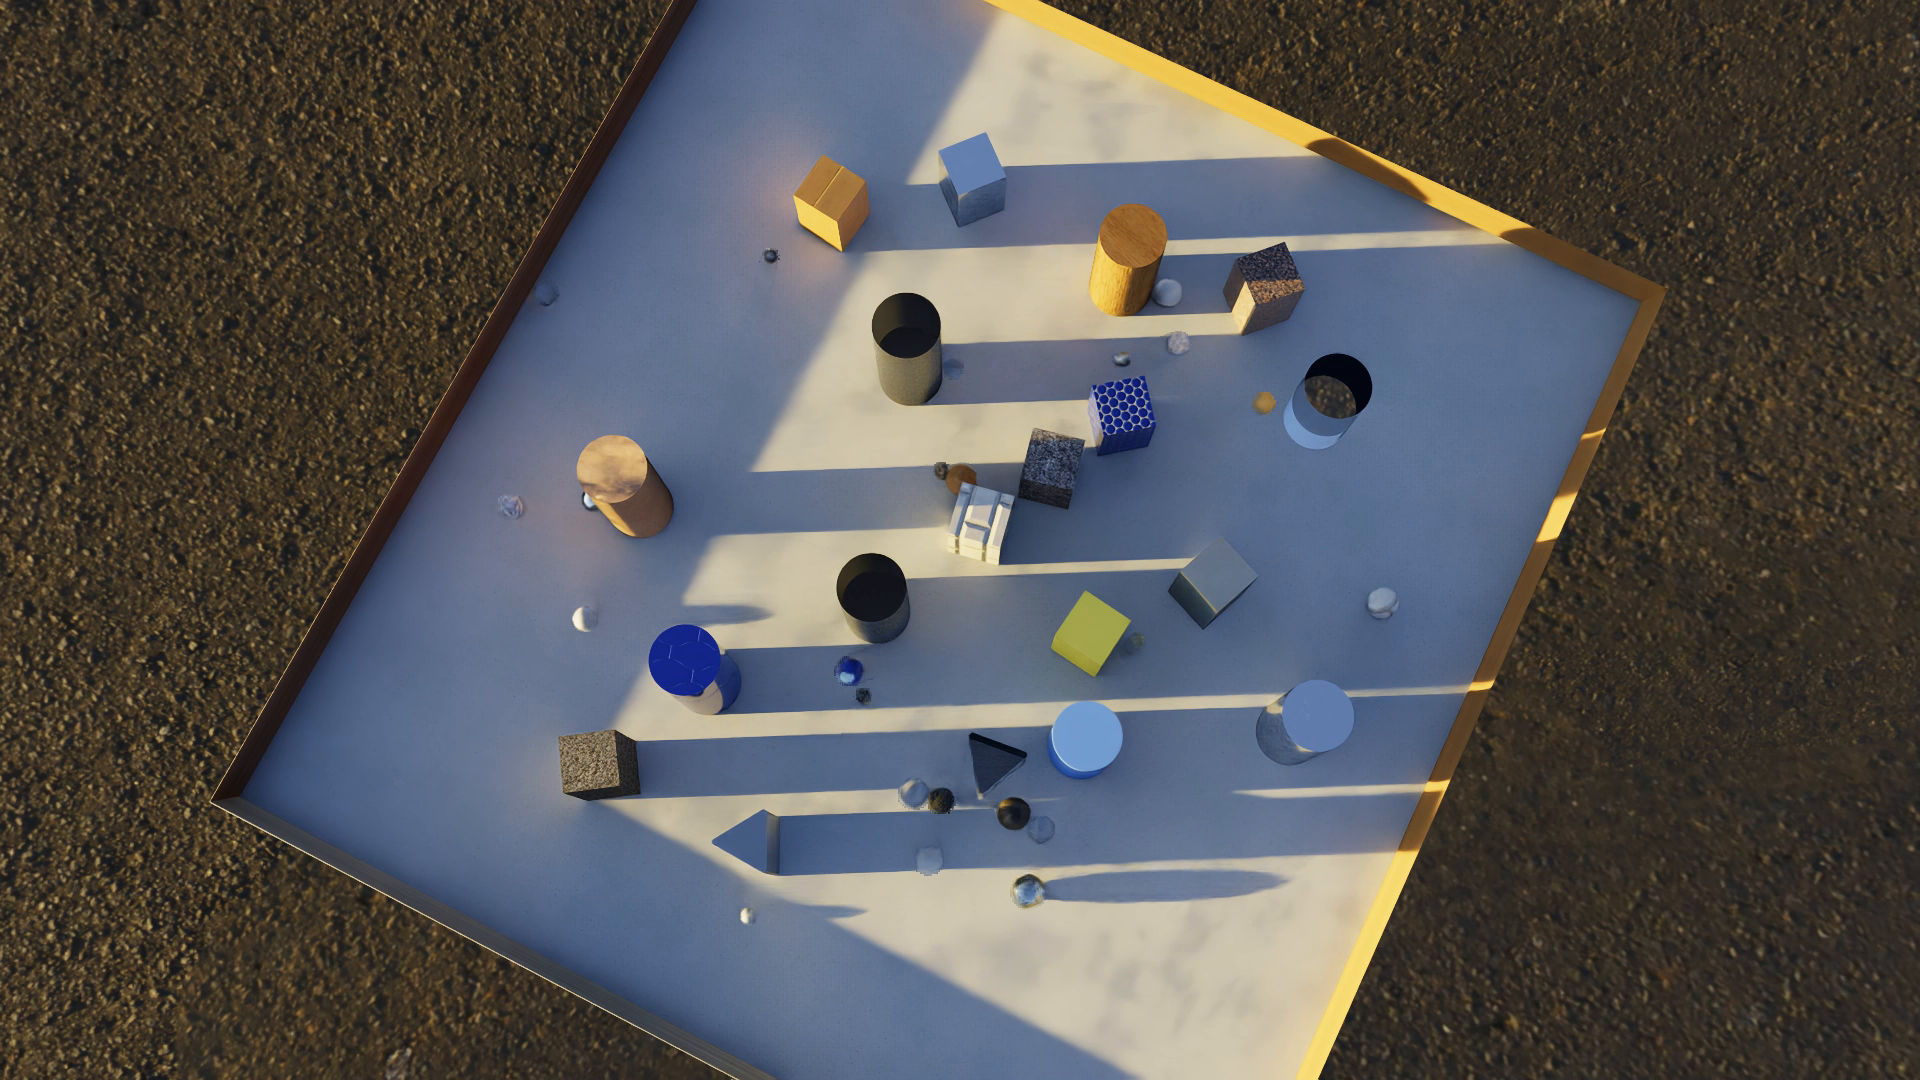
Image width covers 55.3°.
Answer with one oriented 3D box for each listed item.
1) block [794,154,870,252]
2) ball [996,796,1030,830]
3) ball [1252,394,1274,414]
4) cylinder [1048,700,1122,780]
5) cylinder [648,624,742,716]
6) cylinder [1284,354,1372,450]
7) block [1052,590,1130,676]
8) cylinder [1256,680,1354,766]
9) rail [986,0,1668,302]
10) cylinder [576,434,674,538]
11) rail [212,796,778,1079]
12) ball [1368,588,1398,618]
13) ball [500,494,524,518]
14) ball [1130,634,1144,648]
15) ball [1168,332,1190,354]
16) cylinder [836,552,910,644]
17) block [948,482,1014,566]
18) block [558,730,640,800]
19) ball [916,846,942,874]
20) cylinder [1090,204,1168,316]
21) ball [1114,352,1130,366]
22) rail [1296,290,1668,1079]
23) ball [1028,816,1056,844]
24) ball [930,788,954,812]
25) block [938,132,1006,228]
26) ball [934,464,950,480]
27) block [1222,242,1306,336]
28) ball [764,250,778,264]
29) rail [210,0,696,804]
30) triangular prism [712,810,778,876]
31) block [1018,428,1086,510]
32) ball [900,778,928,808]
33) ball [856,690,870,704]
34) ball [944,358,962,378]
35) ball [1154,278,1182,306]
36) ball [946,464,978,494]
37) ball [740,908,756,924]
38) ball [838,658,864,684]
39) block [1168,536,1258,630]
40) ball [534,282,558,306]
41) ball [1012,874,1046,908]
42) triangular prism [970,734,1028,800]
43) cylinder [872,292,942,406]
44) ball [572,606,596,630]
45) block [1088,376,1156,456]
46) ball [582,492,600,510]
[{"bbox_3d":[-0.396,-1.045,5.700,0.159,0.259,0.159,33,80,6],"label":"block"},{"bbox_3d":[0.158,0.806,5.399,0.099,0.099,0.099,0,78,0],"label":"ball"},{"bbox_3d":[0.939,-0.420,5.671,0.064,0.064,0.064,0,78,0],"label":"ball"},{"bbox_3d":[0.361,0.585,5.335,0.199,0.314,0.199,0,78,0],"label":"cylinder"},{"bbox_3d":[-0.759,0.380,5.287,0.199,0.492,0.199,0,78,0],"label":"cylinder"},{"bbox_3d":[1.104,-0.414,5.521,0.199,0.356,0.199,0,78,0],"label":"cylinder"},{"bbox_3d":[0.385,0.280,5.424,0.159,0.264,0.159,34,80,7],"label":"block"},{"bbox_3d":[0.986,0.530,5.271,0.199,0.463,0.199,0,78,0],"label":"cylinder"},{"bbox_3d":[0.740,-1.442,5.848,3.204,0.129,0.045,26,80,5],"label":"rail"},{"bbox_3d":[-0.980,-0.151,5.398,0.199,0.489,0.199,0,78,0],"label":"cylinder"},{"bbox_3d":[-0.740,1.456,5.248,3.204,0.129,0.045,26,80,5],"label":"rail"},{"bbox_3d":[1.276,0.191,5.530,0.092,0.092,0.092,0,78,0],"label":"ball"},{"bbox_3d":[-1.370,-0.102,5.601,0.072,0.072,0.072,0,78,0],"label":"ball"},{"bbox_3d":[0.536,0.306,5.532,0.041,0.041,0.041,0,78,0],"label":"ball"},{"bbox_3d":[0.681,-0.612,5.709,0.067,0.067,0.067,0,78,0],"label":"ball"},{"bbox_3d":[-0.250,0.175,5.369,0.199,0.414,0.199,0,78,0],"label":"cylinder"},{"bbox_3d":[0.062,-0.046,5.484,0.159,0.278,0.159,16,79,3],"label":"block"},{"bbox_3d":[-1.040,0.655,5.305,0.159,0.346,0.159,-7,78,-2],"label":"block"},{"bbox_3d":[-0.091,0.938,5.382,0.079,0.079,0.079,0,78,0],"label":"ball"},{"bbox_3d":[0.506,-0.844,5.565,0.199,0.443,0.199,0,78,0],"label":"cylinder"},{"bbox_3d":[0.504,-0.563,5.709,0.047,0.047,0.047,0,78,0],"label":"ball"},{"bbox_3d":[1.412,0.698,5.405,0.045,0.129,3.356,26,80,5],"label":"rail"},{"bbox_3d":[0.240,0.853,5.399,0.081,0.081,0.081,0,78,0],"label":"ball"},{"bbox_3d":[-0.055,0.769,5.420,0.074,0.074,0.074,0,78,0],"label":"ball"},{"bbox_3d":[0.037,-1.119,5.712,0.159,0.267,0.159,-22,79,-5],"label":"block"},{"bbox_3d":[-0.055,-0.208,5.635,0.049,0.049,0.049,0,78,0],"label":"ball"},{"bbox_3d":[0.930,-0.768,5.628,0.159,0.289,0.159,-20,79,-4],"label":"block"},{"bbox_3d":[-0.597,-0.894,5.780,0.042,0.042,0.042,0,78,0],"label":"ball"},{"bbox_3d":[-1.412,-0.684,5.691,0.045,0.129,3.356,26,80,5],"label":"rail"},{"bbox_3d":[-0.576,0.849,5.253,0.172,0.367,0.149,29,80,6],"label":"triangular prism"},{"bbox_3d":[0.274,-0.214,5.531,0.159,0.255,0.159,14,79,3],"label":"block"},{"bbox_3d":[-0.136,0.748,5.418,0.085,0.085,0.085,0,78,0],"label":"ball"},{"bbox_3d":[-0.289,0.470,5.497,0.043,0.043,0.043,0,78,0],"label":"ball"},{"bbox_3d":[-0.022,-0.534,5.698,0.058,0.058,0.058,0,78,0],"label":"ball"},{"bbox_3d":[0.649,-0.776,5.733,0.087,0.087,0.087,0,78,0],"label":"ball"},{"bbox_3d":[0.005,-0.183,5.606,0.095,0.095,0.095,0,78,0],"label":"ball"},{"bbox_3d":[-0.621,1.101,5.366,0.044,0.044,0.044,0,78,0],"label":"ball"},{"bbox_3d":[-0.329,0.392,5.495,0.079,0.079,0.079,0,78,0],"label":"ball"},{"bbox_3d":[0.745,0.130,5.421,0.159,0.331,0.159,-41,81,-8],"label":"block"},{"bbox_3d":[-1.298,-0.771,5.739,0.074,0.074,0.074,0,78,0],"label":"ball"},{"bbox_3d":[0.201,1.025,5.356,0.096,0.096,0.096,0,78,0],"label":"ball"},{"bbox_3d":[0.077,0.634,5.329,0.172,0.306,0.149,-39,81,-7],"label":"triangular prism"},{"bbox_3d":[-0.154,-0.564,5.481,0.199,0.494,0.199,0,78,0],"label":"cylinder"},{"bbox_3d":[-1.132,0.237,5.531,0.071,0.071,0.071,0,78,0],"label":"ball"},{"bbox_3d":[0.488,-0.375,5.568,0.159,0.247,0.159,-11,79,-2],"label":"block"},{"bbox_3d":[-1.120,-0.126,5.605,0.074,0.074,0.074,0,78,0],"label":"ball"}]
